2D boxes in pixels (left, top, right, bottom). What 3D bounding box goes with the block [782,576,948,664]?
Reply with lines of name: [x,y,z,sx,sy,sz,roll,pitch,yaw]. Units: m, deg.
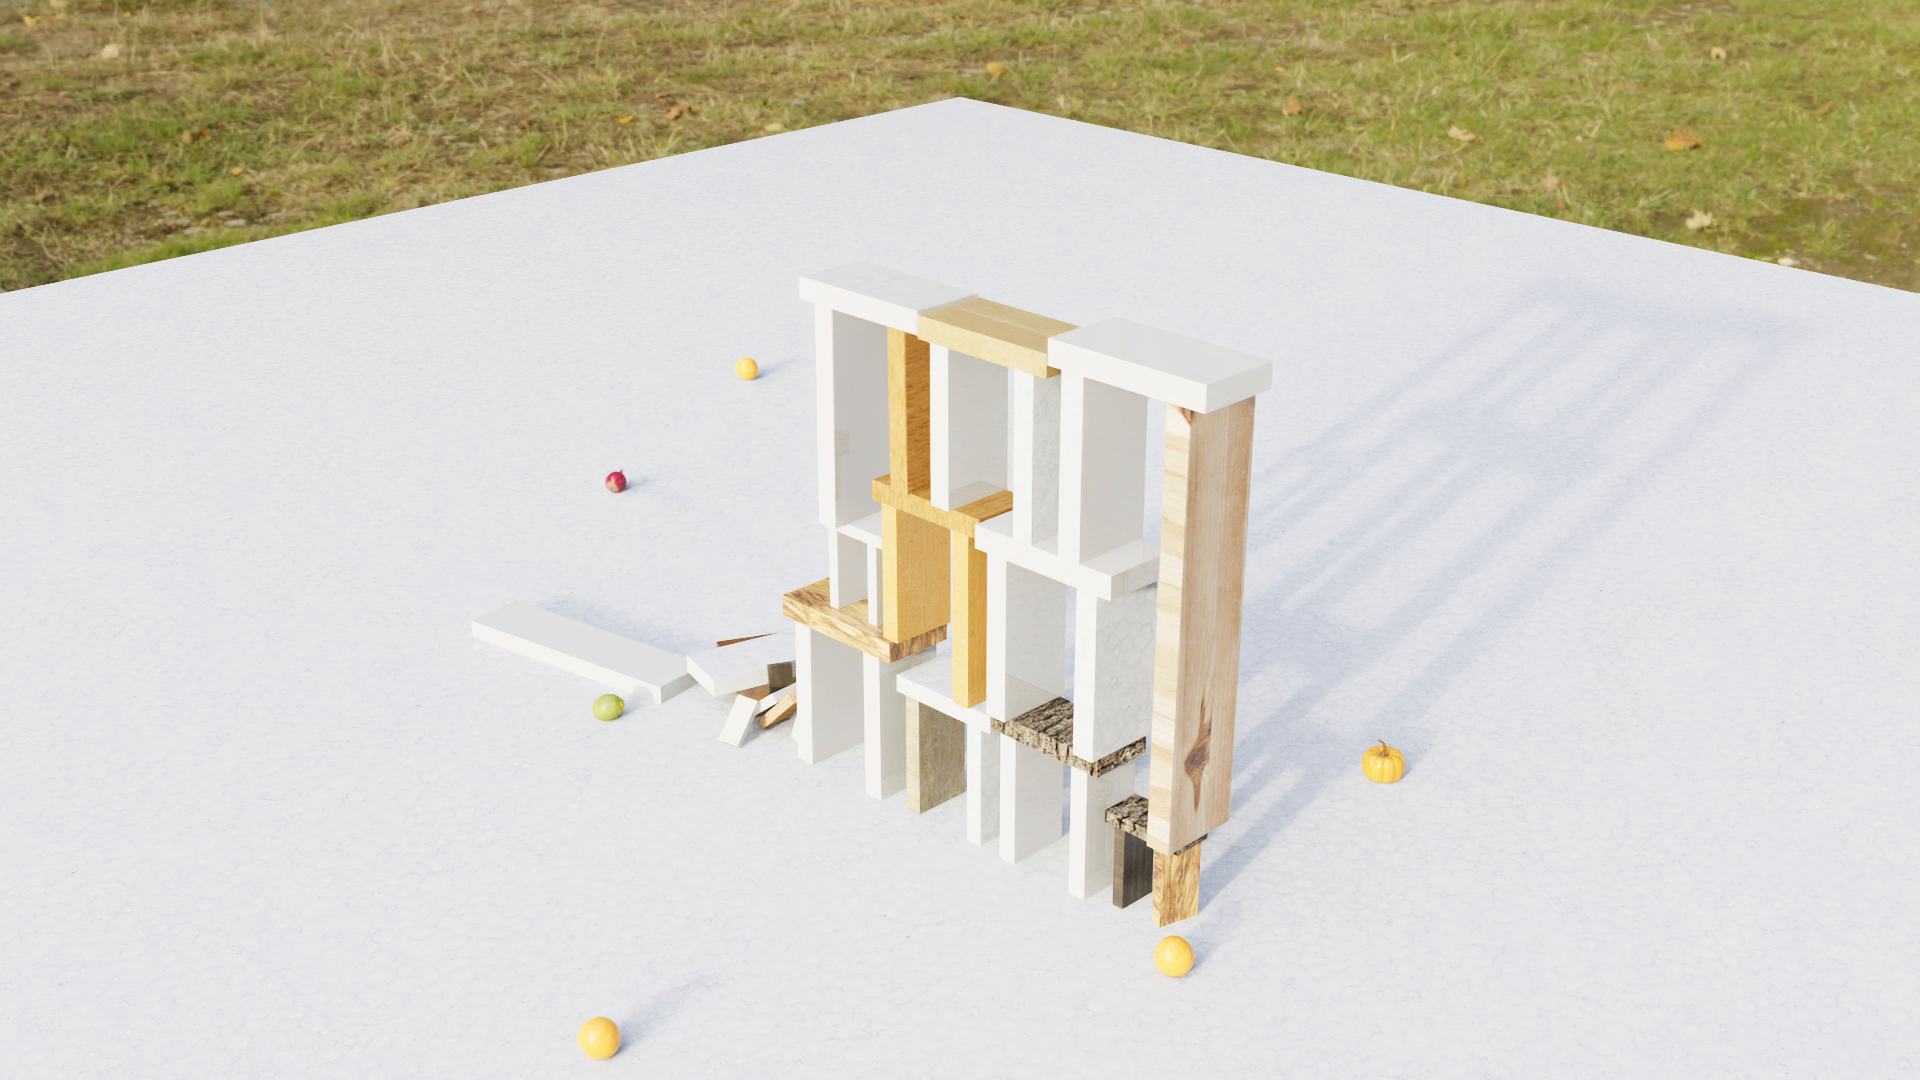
block: [-0.197,0.157,4.506,0.322,0.046,0.161,22,31,41]

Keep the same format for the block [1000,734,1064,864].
block: [0.140,0.480,4.279,0.039,0.274,0.137,21,31,41]

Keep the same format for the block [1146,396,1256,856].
block: [0.418,0.145,3.832,0.050,0.846,0.175,22,31,40]

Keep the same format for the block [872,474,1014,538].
block: [-0.016,-0.078,4.212,0.289,0.041,0.144,21,31,41]

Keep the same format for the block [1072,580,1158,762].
block: [0.283,0.223,4.008,0.167,0.334,0.047,-21,31,-41]

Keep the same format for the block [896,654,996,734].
block: [0.011,0.302,4.340,0.258,0.037,0.129,21,31,41]

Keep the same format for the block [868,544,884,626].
block: [-0.145,0.079,4.412,0.086,0.173,0.024,-21,31,-41]

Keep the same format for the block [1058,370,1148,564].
block: [0.254,-0.149,3.889,0.050,0.350,0.175,21,31,40]

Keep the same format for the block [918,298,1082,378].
block: [0.093,-0.367,3.962,0.320,0.045,0.160,21,31,41]

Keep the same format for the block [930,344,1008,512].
block: [0.018,-0.228,4.104,0.045,0.320,0.160,21,31,40]

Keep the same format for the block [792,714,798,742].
block: [-0.310,0.358,4.718,0.079,0.157,0.022,-21,51,-40]

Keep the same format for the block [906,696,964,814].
block: [-0.049,0.414,4.454,0.037,0.258,0.129,21,31,41]

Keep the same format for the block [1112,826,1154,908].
block: [0.326,0.599,4.129,0.024,0.173,0.086,21,31,41]

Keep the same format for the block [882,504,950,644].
block: [-0.085,0.046,4.340,0.144,0.289,0.041,-21,31,-40]

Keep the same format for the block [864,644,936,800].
block: [-0.121,0.357,4.508,0.046,0.322,0.161,21,31,41]

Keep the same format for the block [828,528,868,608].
block: [-0.226,0.046,4.487,0.086,0.173,0.024,-21,31,-41]

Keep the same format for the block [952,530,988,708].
block: [0.052,0.134,4.228,0.144,0.362,0.041,-21,31,-41]

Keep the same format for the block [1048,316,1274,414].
block: [0.337,-0.300,3.733,0.175,0.050,0.350,-21,31,-40]

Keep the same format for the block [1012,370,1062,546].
block: [0.169,-0.167,3.965,0.160,0.324,0.045,-21,31,-40]

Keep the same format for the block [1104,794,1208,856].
block: [0.361,0.523,4.052,0.173,0.024,0.086,22,31,40]

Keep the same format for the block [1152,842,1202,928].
block: [0.400,0.625,4.066,0.086,0.173,0.024,-12,26,-27]

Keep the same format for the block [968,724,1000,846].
block: [0.073,0.462,4.342,0.037,0.258,0.129,21,31,41]

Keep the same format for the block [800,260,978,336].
block: [-0.137,-0.464,4.180,0.323,0.046,0.162,21,31,40]

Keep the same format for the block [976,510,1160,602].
block: [0.205,0.016,4.007,0.167,0.047,0.334,-21,31,-40]

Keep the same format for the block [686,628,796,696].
block: [-0.452,0.273,4.958,0.292,0.041,0.146,-13,26,-28]

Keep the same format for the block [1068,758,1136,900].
block: [0.269,0.531,4.160,0.039,0.274,0.137,21,31,41]

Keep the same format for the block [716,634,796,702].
block: [-0.451,0.299,5.002,0.146,0.041,0.292,-7,24,-17]

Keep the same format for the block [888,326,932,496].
block: [-0.060,-0.263,4.179,0.162,0.323,0.046,-21,30,-41]

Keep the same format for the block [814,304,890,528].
block: [-0.208,-0.260,4.343,0.046,0.456,0.162,20,30,38]

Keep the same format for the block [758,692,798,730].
block: [-0.369,0.358,4.753,0.079,0.022,0.157,-23,-11,-38]

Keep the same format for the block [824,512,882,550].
block: [-0.184,-0.028,4.412,0.086,0.024,0.173,-21,31,-41]

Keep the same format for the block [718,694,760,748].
block: [-0.474,0.390,4.728,0.053,0.106,0.015,15,-15,32]

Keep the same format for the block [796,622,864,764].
block: [-0.269,0.299,4.643,0.161,0.322,0.046,-21,32,-40]

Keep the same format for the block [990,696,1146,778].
block: [0.203,0.362,4.157,0.137,0.039,0.274,-21,31,-41]

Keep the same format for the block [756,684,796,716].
block: [-0.417,0.355,4.780,0.079,0.022,0.158,-23,-5,-43]

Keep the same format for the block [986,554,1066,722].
block: [0.126,0.161,4.154,0.167,0.334,0.047,-21,31,-41]

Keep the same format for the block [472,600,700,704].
block: [-0.868,0.255,5.106,0.601,0.041,0.146,16,27,32]

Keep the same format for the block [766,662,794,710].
block: [-0.395,0.324,4.860,0.053,0.106,0.015,-7,13,-17]
